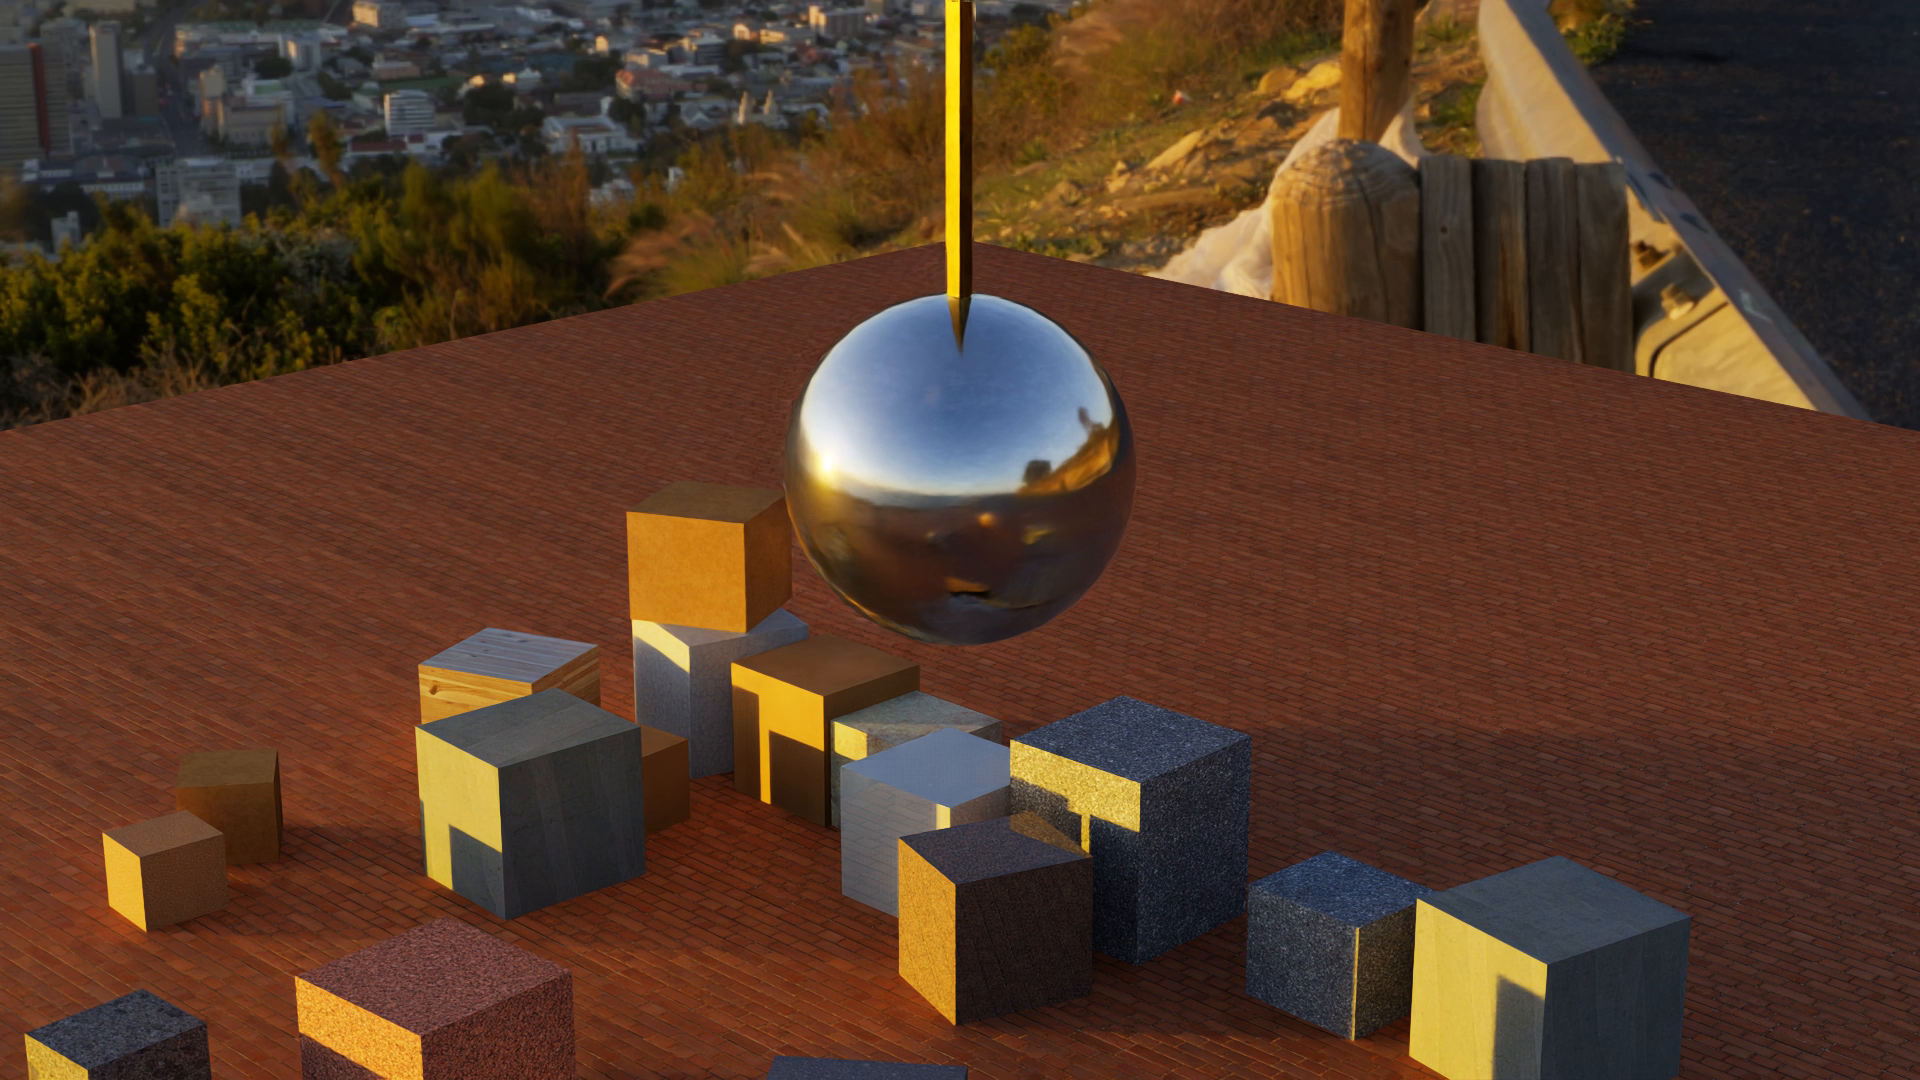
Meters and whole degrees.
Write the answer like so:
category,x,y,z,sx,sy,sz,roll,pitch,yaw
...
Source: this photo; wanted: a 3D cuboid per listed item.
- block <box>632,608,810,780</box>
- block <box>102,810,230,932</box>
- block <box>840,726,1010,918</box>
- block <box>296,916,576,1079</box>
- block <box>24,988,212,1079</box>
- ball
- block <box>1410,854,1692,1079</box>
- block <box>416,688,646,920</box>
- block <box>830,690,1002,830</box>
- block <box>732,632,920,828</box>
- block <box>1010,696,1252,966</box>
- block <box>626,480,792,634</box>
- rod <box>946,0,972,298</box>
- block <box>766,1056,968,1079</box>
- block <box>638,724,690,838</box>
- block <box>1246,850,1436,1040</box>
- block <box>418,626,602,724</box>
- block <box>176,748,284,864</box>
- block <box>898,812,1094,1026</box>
category,x,y,z,sx,sy,sz,roll,pitch,yaw
block,-1.213,0.717,14.900,0.660,0.698,0.689,-10,20,-28
block,-3.539,1.471,13.073,0.401,0.355,0.365,-15,23,-39
block,-0.046,1.303,13.162,0.687,0.621,0.692,16,24,42
block,-1.977,1.935,11.109,0.744,0.646,0.717,15,23,39
block,-3.185,2.045,11.130,0.433,0.425,0.511,15,23,40
ball,-0.003,-0.323,13.237,1.600,1.600,1.600,0,17,0
block,2.322,1.766,11.577,0.772,0.688,0.718,-11,21,-32
block,-1.951,1.188,13.356,0.762,0.724,0.678,-15,23,-39
block,-0.208,1.108,13.922,0.568,0.538,0.578,-17,24,-42
block,-0.653,0.915,14.325,0.631,0.664,0.664,-16,24,-42
block,0.747,1.264,12.916,0.738,0.843,0.756,16,23,41
block,-1.260,0.076,14.828,0.635,0.567,0.594,6,18,19
rod,-0.001,-3.567,12.219,0.080,5.200,0.080,17,24,42
block,-0.359,2.248,10.187,0.692,0.603,0.714,2,18,7
block,-1.553,1.155,13.994,0.342,0.404,0.394,14,22,37
block,1.585,1.675,12.178,0.514,0.501,0.588,-16,23,-40
block,-2.246,0.845,14.697,0.656,0.575,0.622,8,19,23
block,-3.413,1.249,13.713,0.439,0.395,0.441,-3,18,-10
block,0.146,1.576,12.279,0.635,0.631,0.540,-8,19,-25
